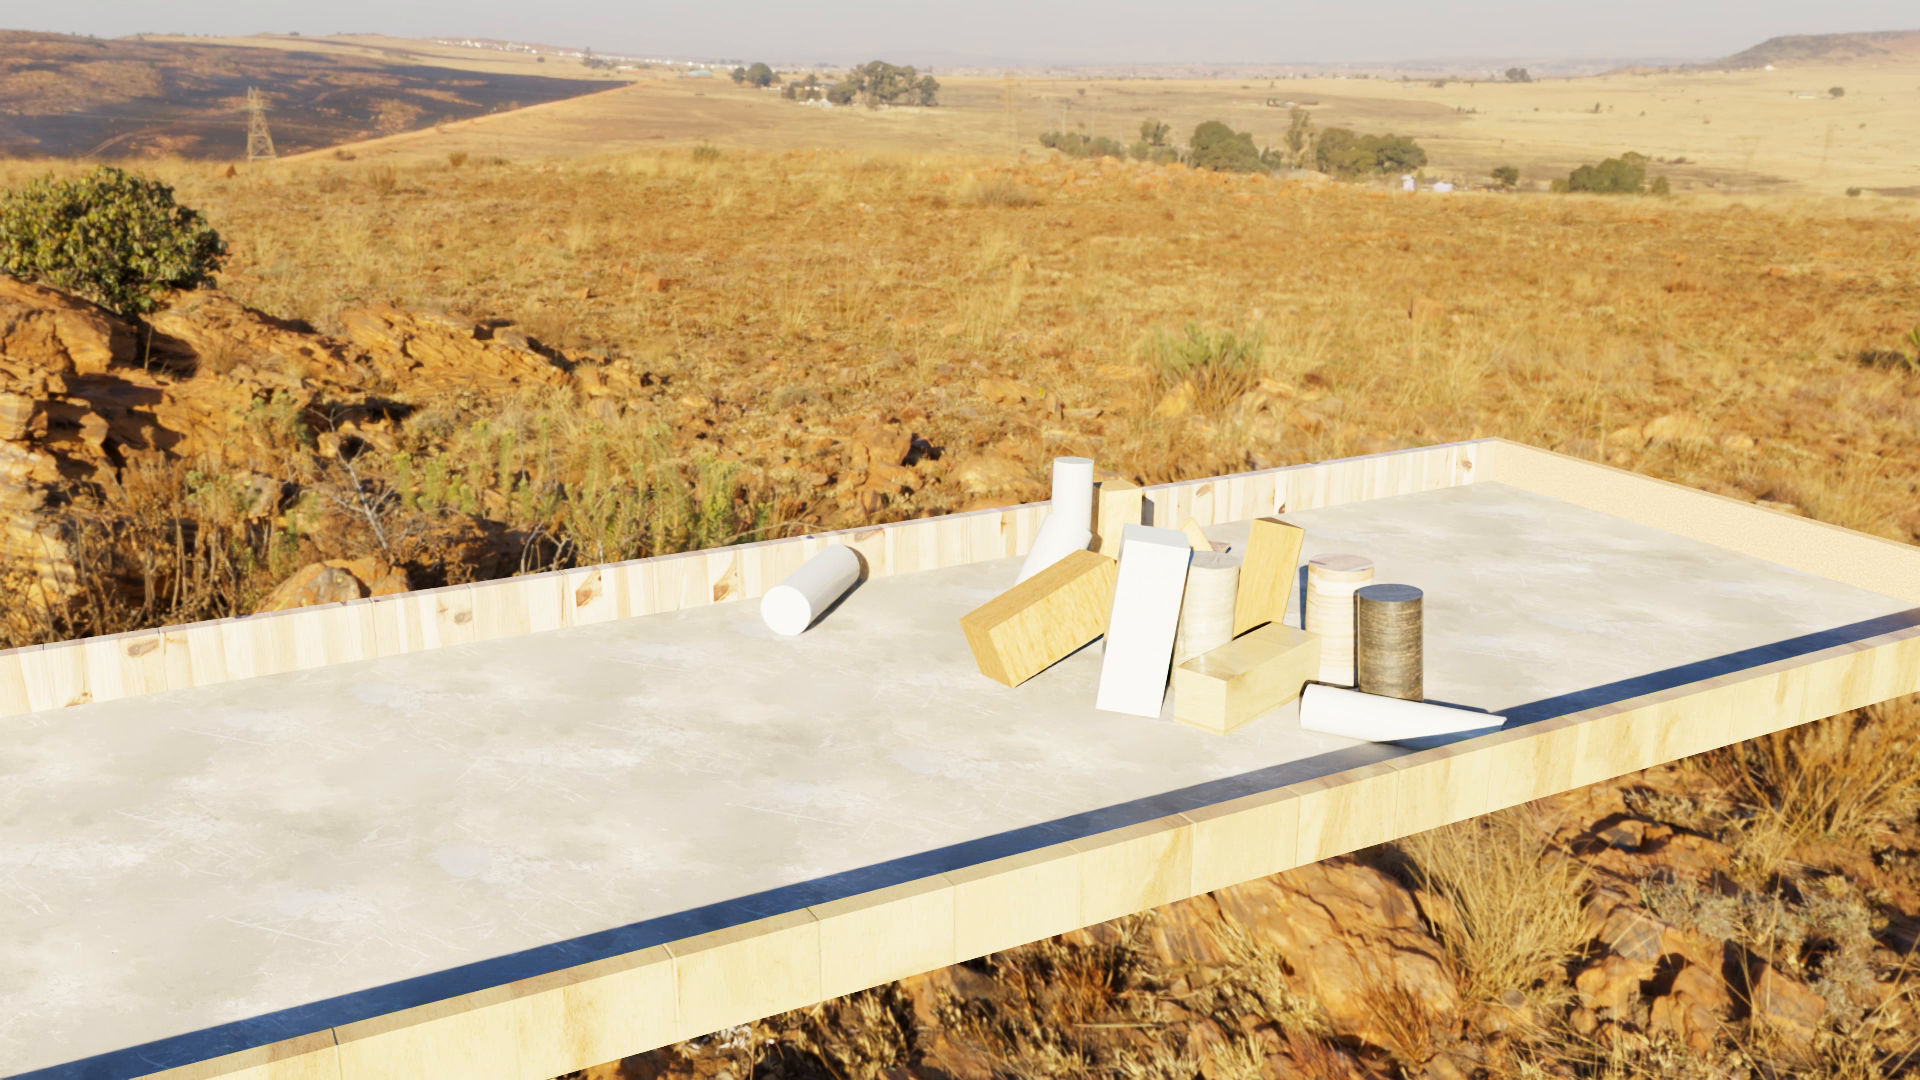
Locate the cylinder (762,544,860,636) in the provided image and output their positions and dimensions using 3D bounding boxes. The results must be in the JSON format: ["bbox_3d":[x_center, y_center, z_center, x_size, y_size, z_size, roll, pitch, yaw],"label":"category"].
[{"bbox_3d":[-0.416,0.135,4.644,0.142,0.142,0.413,4,17,15],"label":"cylinder"}]

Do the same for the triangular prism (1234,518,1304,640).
[{"bbox_3d":[0.793,0.114,4.349,0.136,0.341,0.118,12,9,-1],"label":"triangular prism"}]

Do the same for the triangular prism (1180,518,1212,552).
[{"bbox_3d":[0.552,0.094,4.557,0.140,0.121,0.407,15,42,31],"label":"triangular prism"}]

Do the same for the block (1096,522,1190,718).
[{"bbox_3d":[0.431,0.190,3.926,0.151,0.422,0.151,9,16,2],"label":"block"}]

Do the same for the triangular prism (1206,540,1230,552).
[{"bbox_3d":[0.667,0.076,4.832,0.100,0.116,0.391,37,27,12],"label":"triangular prism"}]

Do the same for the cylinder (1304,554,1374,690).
[{"bbox_3d":[0.945,0.202,4.126,0.159,0.306,0.159,0,16,0],"label":"cylinder"}]

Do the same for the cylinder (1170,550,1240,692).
[{"bbox_3d":[0.600,0.206,4.059,0.148,0.331,0.148,2,17,0],"label":"cylinder"}]

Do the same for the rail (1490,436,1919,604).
[{"bbox_3d":[2.466,-0.048,5.253,0.050,0.150,2.100,-9,18,-27],"label":"rail"}]

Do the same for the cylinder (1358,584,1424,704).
[{"bbox_3d":[1.007,0.272,3.856,0.148,0.312,0.148,-4,15,1],"label":"cylinder"}]

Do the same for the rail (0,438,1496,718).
[{"bbox_3d":[-3.305,0.497,3.399,12.000,0.150,0.050,-9,18,-27],"label":"rail"}]

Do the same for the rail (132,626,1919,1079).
[{"bbox_3d":[-2.336,1.006,1.665,12.000,0.150,0.050,-9,18,-27],"label":"rail"}]

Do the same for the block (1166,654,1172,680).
[{"bbox_3d":[0.583,0.234,4.314,0.138,0.138,0.418,12,20,36],"label":"block"}]

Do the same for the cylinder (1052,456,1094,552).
[{"bbox_3d":[0.307,-0.009,4.605,0.113,0.433,0.113,2,13,0],"label":"cylinder"}]

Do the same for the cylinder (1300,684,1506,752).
[{"bbox_3d":[1.004,0.417,3.747,0.440,0.107,0.107,8,18,26],"label":"cylinder"}]

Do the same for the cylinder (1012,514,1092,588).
[{"bbox_3d":[0.232,0.098,4.445,0.140,0.304,0.140,24,-12,6],"label":"cylinder"}]

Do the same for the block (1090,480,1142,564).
[{"bbox_3d":[0.451,-0.009,4.831,0.114,0.312,0.114,-6,17,-20],"label":"block"}]

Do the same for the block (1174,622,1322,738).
[{"bbox_3d":[0.698,0.332,3.982,0.138,0.138,0.424,14,22,40],"label":"block"}]

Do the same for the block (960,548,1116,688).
[{"bbox_3d":[0.219,0.193,4.156,0.381,0.163,0.163,-30,19,-20],"label":"block"}]
